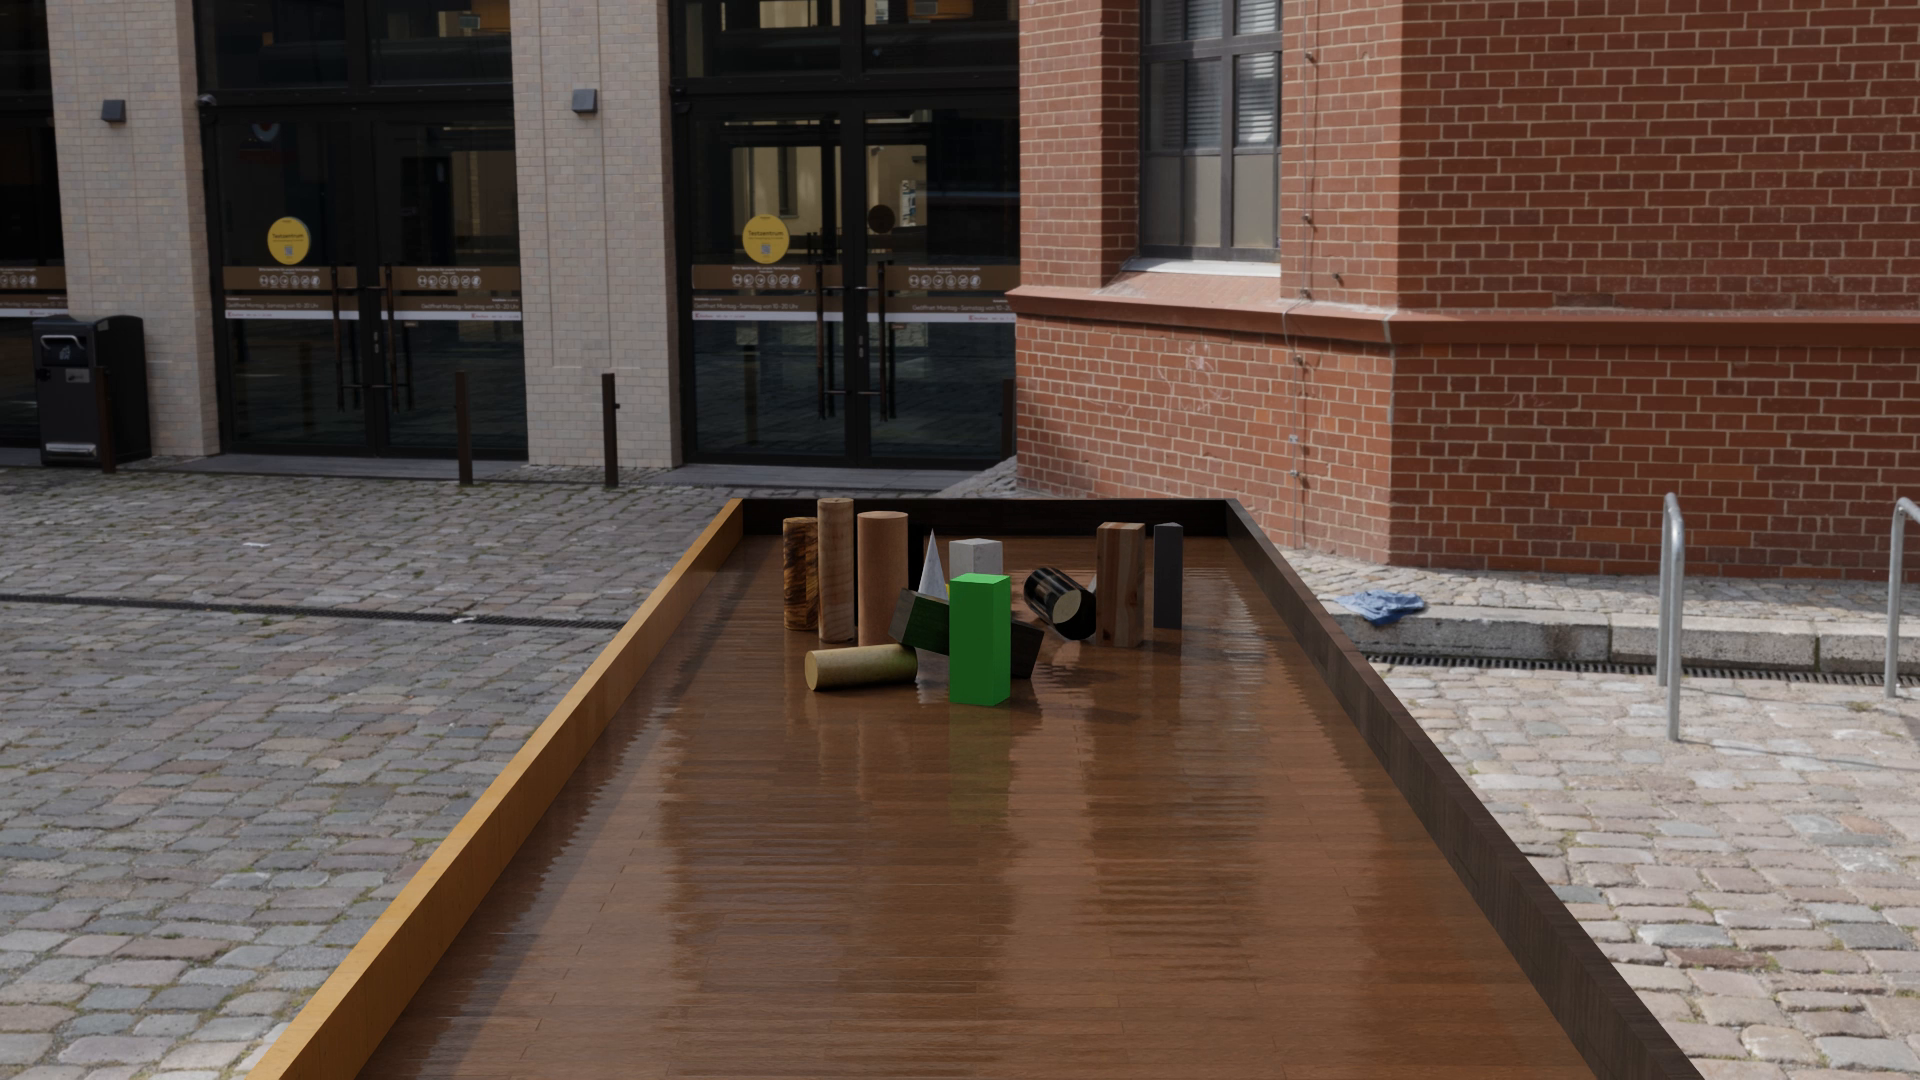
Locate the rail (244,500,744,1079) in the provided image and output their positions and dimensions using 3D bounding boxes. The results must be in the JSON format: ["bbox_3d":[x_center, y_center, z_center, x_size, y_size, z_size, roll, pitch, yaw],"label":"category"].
[{"bbox_3d":[-1.004,0.839,3.234,0.050,0.150,12.000,0,9,1],"label":"rail"}]

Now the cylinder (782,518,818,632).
[{"bbox_3d":[-0.509,0.111,7.175,0.132,0.356,0.132,0,9,0],"label":"cylinder"}]

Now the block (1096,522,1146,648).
[{"bbox_3d":[0.507,0.140,6.933,0.130,0.374,0.130,2,9,15],"label":"block"}]

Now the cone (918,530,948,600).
[{"bbox_3d":[-0.087,0.141,6.965,0.164,0.361,0.164,0,9,0],"label":"cone"}]

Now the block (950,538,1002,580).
[{"bbox_3d":[0.050,0.184,6.674,0.114,0.362,0.114,-6,9,-39],"label":"block"}]

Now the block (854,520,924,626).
[{"bbox_3d":[-0.244,0.111,7.215,0.178,0.343,0.178,-7,12,-38],"label":"block"}]

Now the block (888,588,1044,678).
[{"bbox_3d":[0.018,0.272,6.443,0.415,0.143,0.143,16,3,-20],"label":"block"}]

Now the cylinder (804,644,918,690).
[{"bbox_3d":[-0.285,0.364,6.353,0.307,0.113,0.113,-4,10,-23],"label":"cylinder"}]

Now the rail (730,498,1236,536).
[{"bbox_3d":[0.099,-0.098,9.147,2.100,0.150,0.050,0,9,1],"label":"rail"}]

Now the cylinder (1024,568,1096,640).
[{"bbox_3d":[0.333,0.205,7.192,0.164,0.164,0.422,-2,9,-11],"label":"cylinder"}]

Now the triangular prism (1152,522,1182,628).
[{"bbox_3d":[0.689,0.115,7.204,0.094,0.338,0.082,3,9,16],"label":"triangular prism"}]

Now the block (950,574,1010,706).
[{"bbox_3d":[0.056,0.277,6.158,0.132,0.345,0.132,4,10,22],"label":"block"}]

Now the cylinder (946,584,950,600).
[{"bbox_3d":[-0.157,0.187,7.402,0.134,0.134,0.421,-6,11,-32],"label":"cylinder"}]

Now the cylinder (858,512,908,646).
[{"bbox_3d":[-0.233,0.146,6.658,0.153,0.449,0.153,0,9,0],"label":"cylinder"}]

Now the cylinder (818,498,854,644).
[{"bbox_3d":[-0.392,0.097,6.961,0.114,0.450,0.114,0,9,0],"label":"cylinder"}]

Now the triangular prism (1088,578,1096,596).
[{"bbox_3d":[0.467,0.188,7.405,0.144,0.124,0.343,0,9,5],"label":"triangular prism"}]

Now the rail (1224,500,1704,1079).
[{"bbox_3d":[1.046,0.843,3.208,0.050,0.150,12.000,0,9,1],"label":"rail"}]
